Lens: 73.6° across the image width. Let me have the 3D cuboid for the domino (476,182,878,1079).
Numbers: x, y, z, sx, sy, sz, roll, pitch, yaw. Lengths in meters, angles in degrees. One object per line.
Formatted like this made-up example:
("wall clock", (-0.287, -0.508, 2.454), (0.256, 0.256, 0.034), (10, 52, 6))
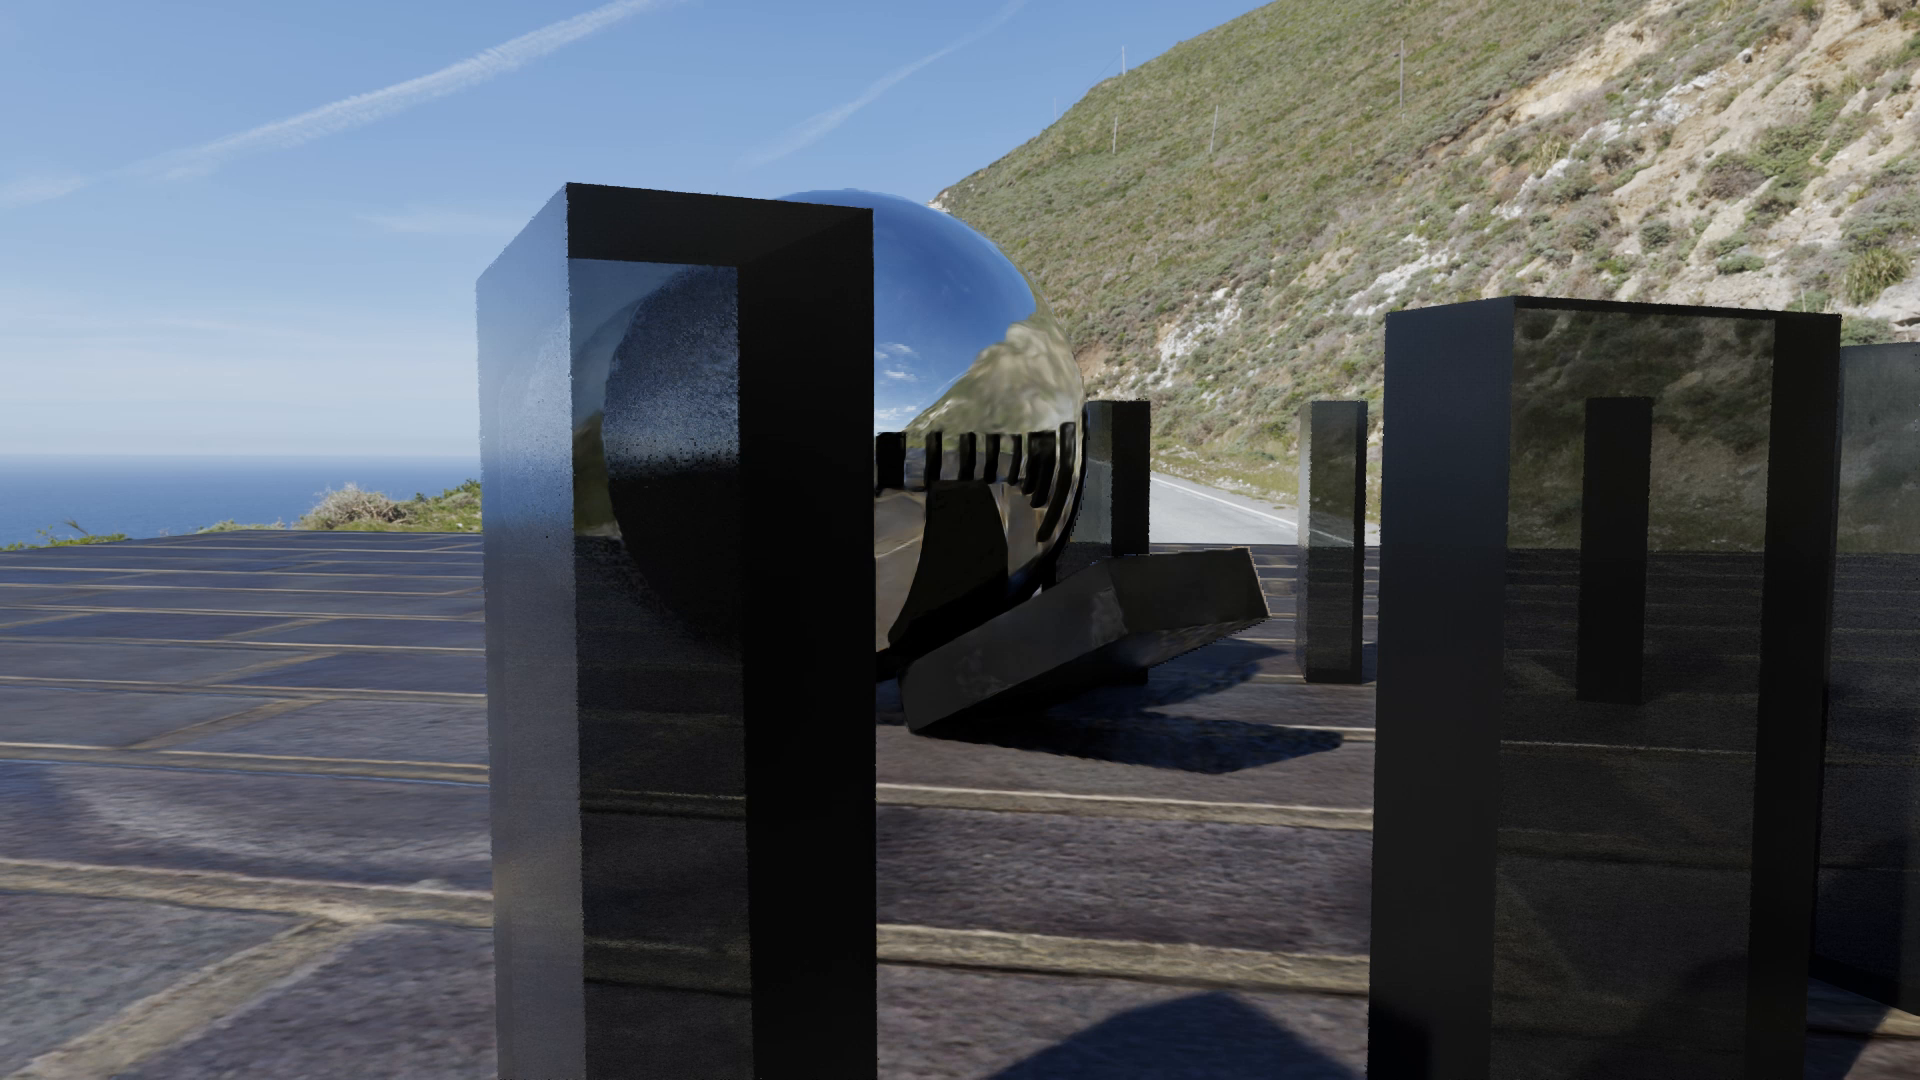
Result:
("domino", (-0.013, 0.014, 0.052), (0.010, 0.050, 0.025), (-2, 5, -26))

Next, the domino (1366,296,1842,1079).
("domino", (0.038, 0.012, 0.076), (0.025, 0.050, 0.010), (-2, 5, -22))

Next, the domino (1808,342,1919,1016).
("domino", (0.076, 0.011, 0.094), (0.010, 0.050, 0.025), (-2, 5, -25))

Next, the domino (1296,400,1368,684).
("domino", (0.069, 0.000, 0.238), (0.010, 0.050, 0.025), (1, 4, 10))

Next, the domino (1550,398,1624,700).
("domino", (0.110, 0.001, 0.225), (0.009, 0.050, 0.025), (2, 5, 26))

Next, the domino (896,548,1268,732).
("domino", (0.015, 0.015, 0.178), (0.025, 0.009, 0.050), (-3, -18, -36))

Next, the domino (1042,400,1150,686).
("domino", (0.025, 0.000, 0.236), (0.009, 0.050, 0.025), (-2, 5, -21))

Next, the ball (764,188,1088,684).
("ball", (-0.019, -0.016, 0.210), (0.080, 0.080, 0.080), (0, 4, 0))

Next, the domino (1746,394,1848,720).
("domino", (0.136, 0.002, 0.208), (0.009, 0.050, 0.025), (3, 5, 39))
